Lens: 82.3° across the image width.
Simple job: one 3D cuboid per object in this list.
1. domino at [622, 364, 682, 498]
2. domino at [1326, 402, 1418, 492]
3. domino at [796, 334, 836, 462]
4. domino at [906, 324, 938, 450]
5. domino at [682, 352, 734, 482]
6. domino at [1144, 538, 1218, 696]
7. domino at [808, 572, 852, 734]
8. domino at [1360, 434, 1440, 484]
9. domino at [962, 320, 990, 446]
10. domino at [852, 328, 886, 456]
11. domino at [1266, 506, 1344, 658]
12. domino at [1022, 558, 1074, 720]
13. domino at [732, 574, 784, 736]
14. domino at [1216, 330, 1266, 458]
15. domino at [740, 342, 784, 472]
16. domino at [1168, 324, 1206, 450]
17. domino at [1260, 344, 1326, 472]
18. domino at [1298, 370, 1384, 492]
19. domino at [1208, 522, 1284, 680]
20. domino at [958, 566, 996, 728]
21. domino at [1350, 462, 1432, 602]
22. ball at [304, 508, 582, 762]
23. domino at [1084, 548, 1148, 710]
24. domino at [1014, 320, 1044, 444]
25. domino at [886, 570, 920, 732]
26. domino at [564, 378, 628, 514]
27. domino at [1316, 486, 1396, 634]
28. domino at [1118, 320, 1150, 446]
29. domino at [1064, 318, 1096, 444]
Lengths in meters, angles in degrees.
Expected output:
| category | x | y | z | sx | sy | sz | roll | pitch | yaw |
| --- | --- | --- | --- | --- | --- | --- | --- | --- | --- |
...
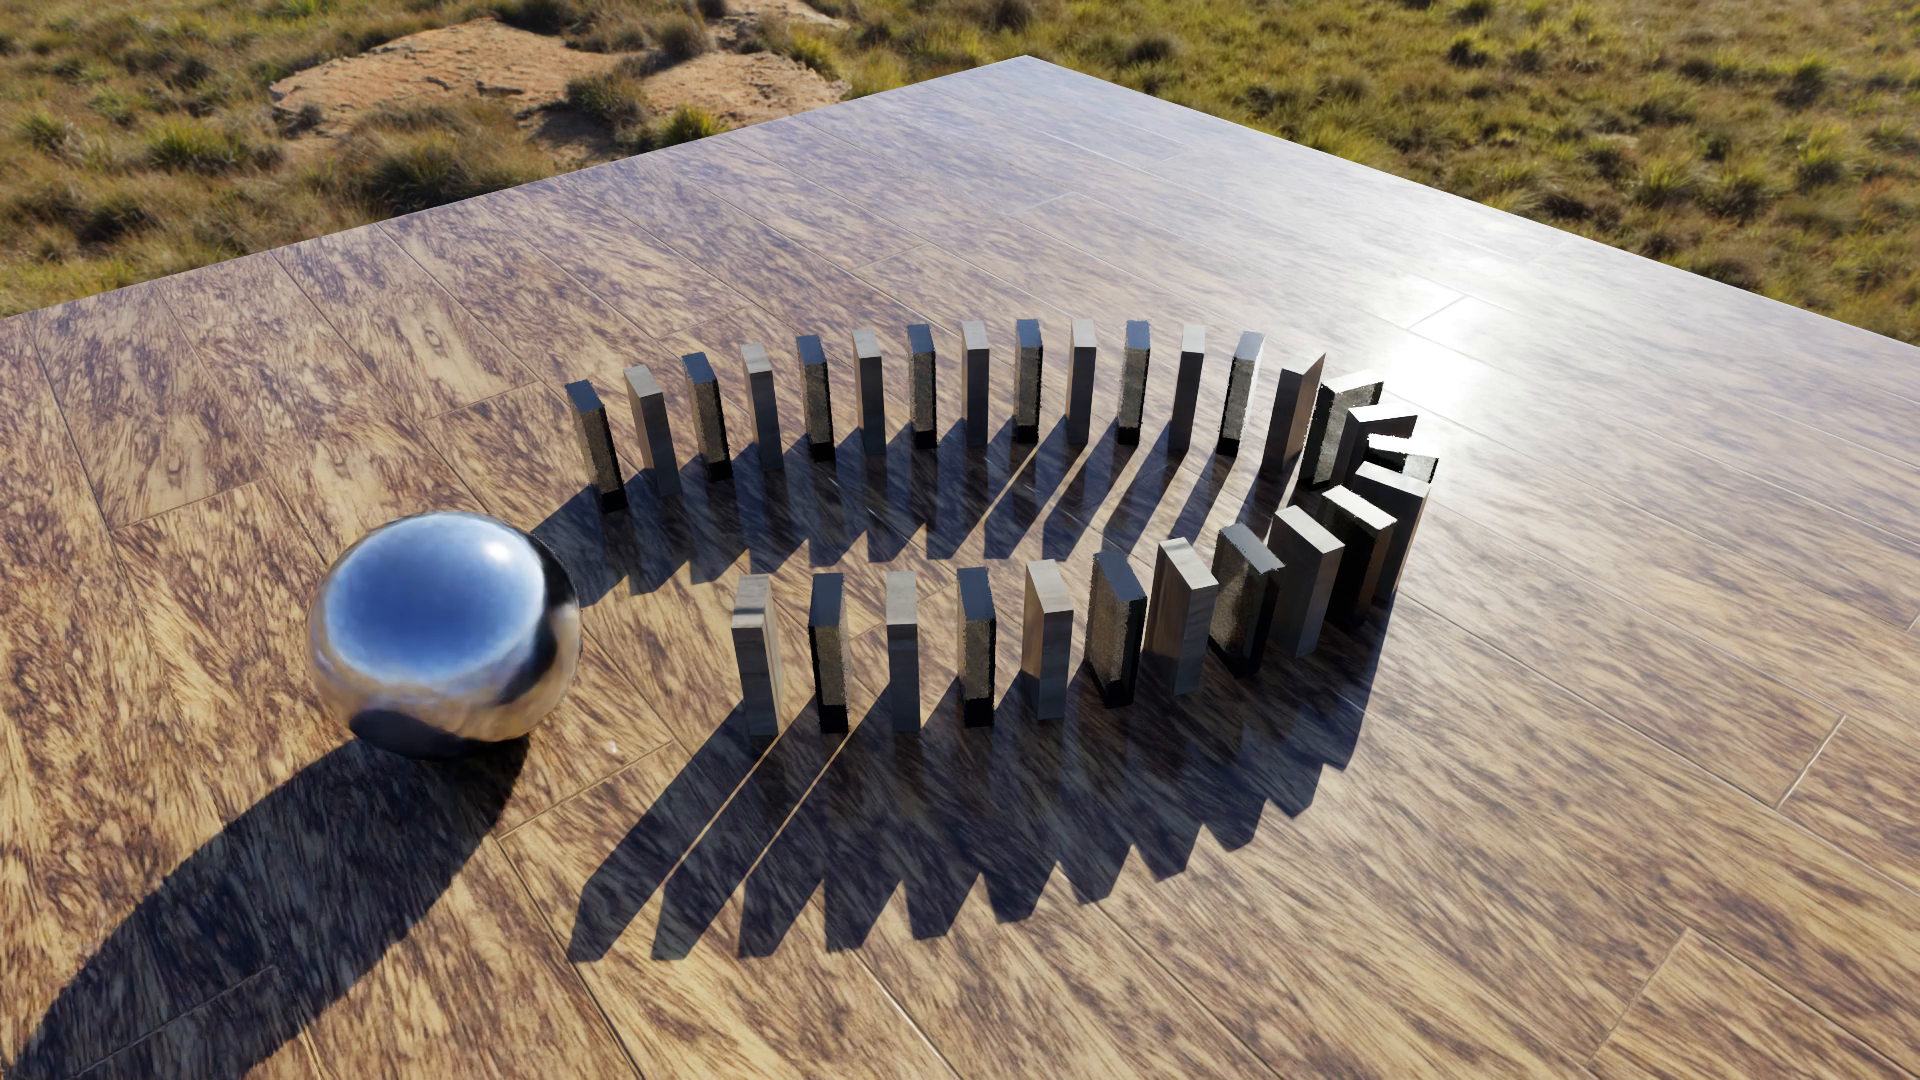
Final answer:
| category | x | y | z | sx | sy | sz | roll | pitch | yaw |
| --- | --- | --- | --- | --- | --- | --- | --- | --- | --- |
| domino | -0.131 | -0.046 | 0.468 | 0.009 | 0.050 | 0.025 | -19 | 43 | -22 |
| domino | 0.167 | -0.031 | 0.450 | 0.025 | 0.050 | 0.010 | -8 | 40 | -9 |
| domino | -0.064 | -0.062 | 0.488 | 0.010 | 0.050 | 0.025 | -10 | 40 | -11 |
| domino | -0.017 | -0.069 | 0.495 | 0.009 | 0.050 | 0.025 | -5 | 40 | -7 |
| domino | -0.109 | -0.053 | 0.476 | 0.010 | 0.050 | 0.025 | -15 | 42 | -18 |
| domino | 0.075 | 0.027 | 0.379 | 0.010 | 0.050 | 0.025 | -11 | 41 | -13 |
| domino | -0.043 | 0.038 | 0.365 | 0.009 | 0.050 | 0.025 | -1 | 39 | -1 |
| domino | 0.168 | -0.016 | 0.431 | 0.025 | 0.050 | 0.010 | 10 | 40 | 12 |
| domino | 0.007 | -0.071 | 0.498 | 0.009 | 0.050 | 0.025 | -4 | 39 | -4 |
| domino | -0.041 | -0.066 | 0.492 | 0.009 | 0.050 | 0.025 | -8 | 40 | -9 |
| domino | 0.120 | 0.015 | 0.393 | 0.010 | 0.050 | 0.025 | -18 | 43 | -21 |
| domino | 0.029 | 0.034 | 0.370 | 0.010 | 0.050 | 0.025 | -7 | 40 | -8 |
| domino | -0.066 | 0.038 | 0.364 | 0.009 | 0.050 | 0.025 | -2 | 39 | -2 |
| domino | 0.125 | -0.065 | 0.490 | 0.010 | 0.050 | 0.025 | 14 | 41 | 17 |
| domino | -0.087 | -0.058 | 0.483 | 0.009 | 0.050 | 0.025 | -12 | 41 | -14 |
| domino | 0.102 | -0.069 | 0.495 | 0.009 | 0.050 | 0.025 | 7 | 40 | 8 |
| domino | 0.146 | -0.057 | 0.481 | 0.010 | 0.050 | 0.025 | 25 | 46 | 28 |
| domino | 0.161 | -0.046 | 0.468 | 0.025 | 0.050 | 0.009 | -15 | 42 | -18 |
| domino | 0.098 | 0.022 | 0.385 | 0.010 | 0.050 | 0.025 | -14 | 41 | -17 |
| domino | 0.005 | 0.036 | 0.367 | 0.010 | 0.050 | 0.025 | -4 | 40 | -5 |
| domino | 0.157 | -0.003 | 0.415 | 0.025 | 0.050 | 0.010 | 25 | 45 | 27 |
| ball | -0.163 | 0.030 | 0.351 | 0.080 | 0.080 | 0.080 | 0 | 39 | 0 |
| domino | 0.052 | 0.031 | 0.374 | 0.009 | 0.050 | 0.025 | -9 | 40 | -10 |
| domino | 0.031 | -0.072 | 0.499 | 0.010 | 0.050 | 0.025 | -2 | 39 | -2 |
| domino | -0.019 | 0.037 | 0.366 | 0.010 | 0.050 | 0.025 | -2 | 39 | -2 |
| domino | -0.151 | -0.039 | 0.459 | 0.010 | 0.050 | 0.025 | -20 | 44 | -23 |
| domino | 0.140 | 0.008 | 0.402 | 0.010 | 0.050 | 0.025 | -24 | 45 | -26 |
| domino | 0.078 | -0.071 | 0.498 | 0.010 | 0.050 | 0.025 | 4 | 39 | 4 |
| domino | 0.054 | -0.072 | 0.499 | 0.009 | 0.050 | 0.025 | 1 | 39 | 1 |
